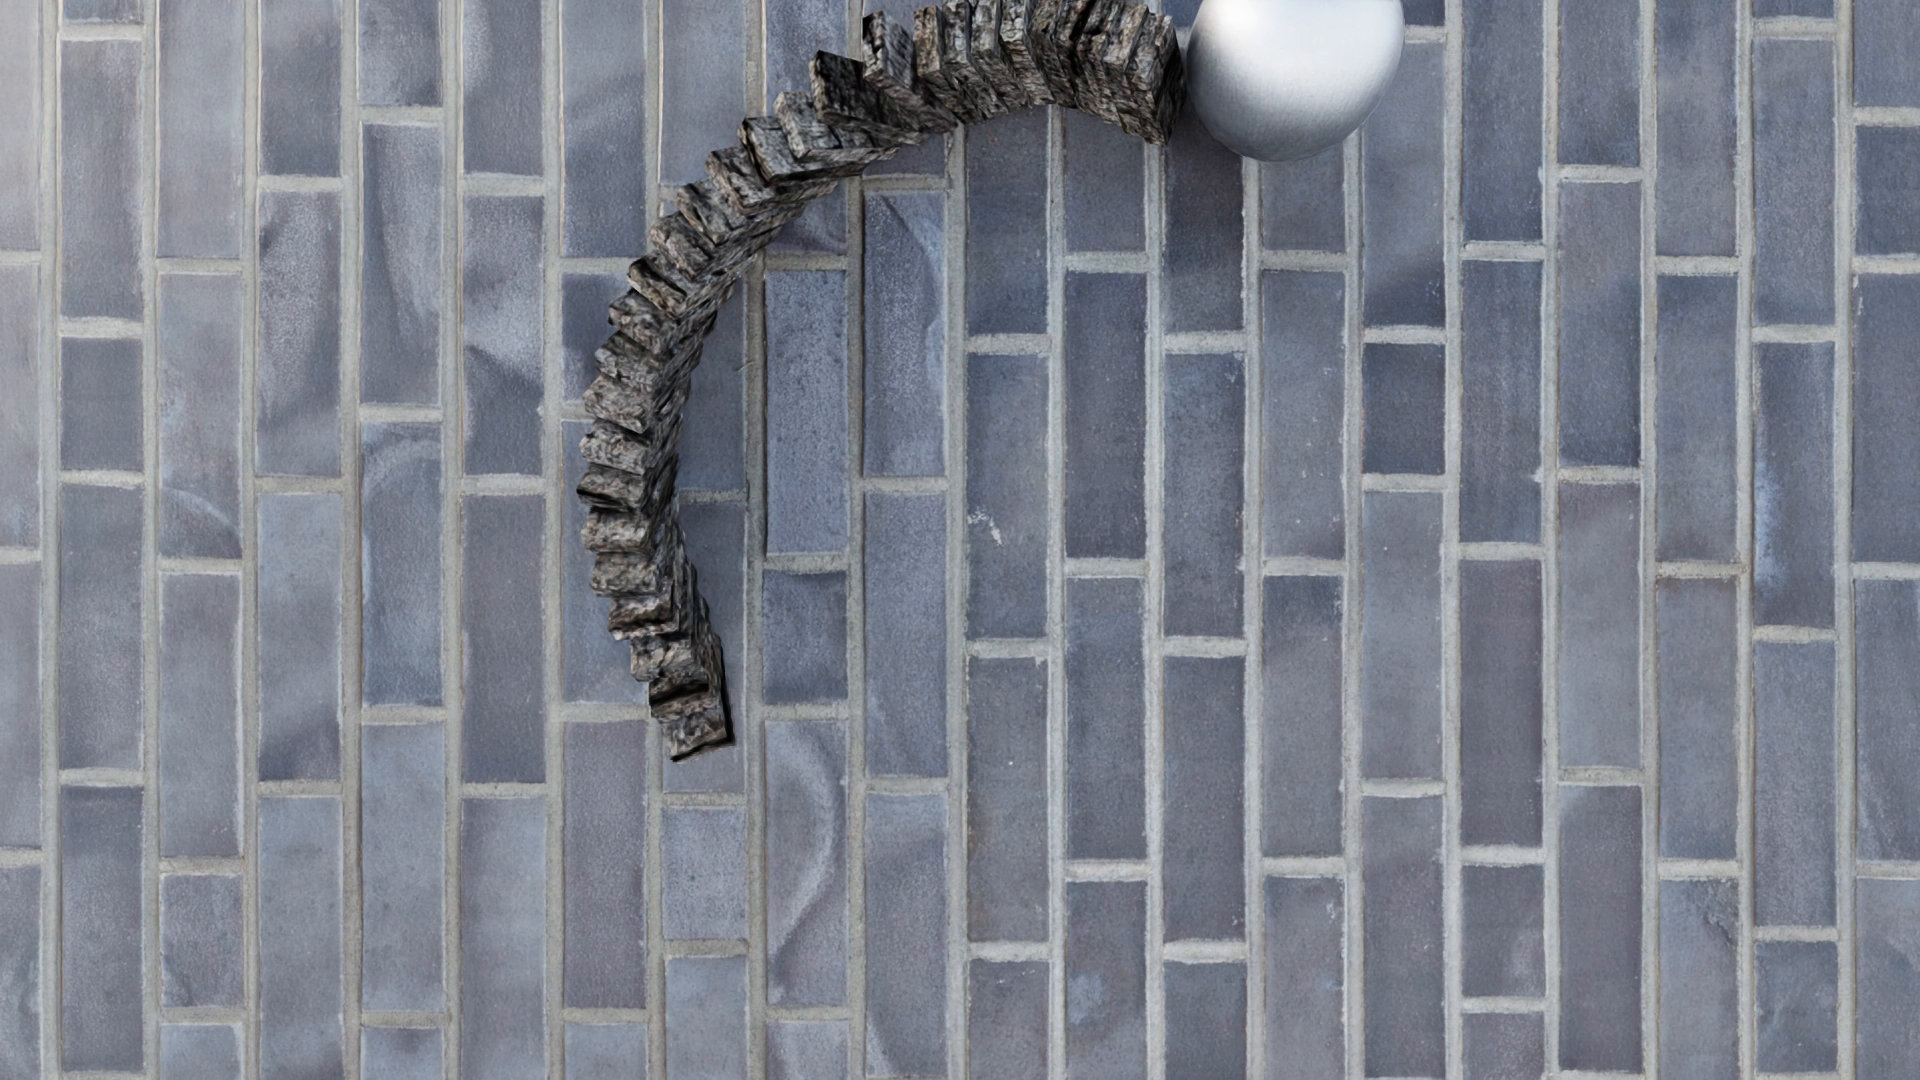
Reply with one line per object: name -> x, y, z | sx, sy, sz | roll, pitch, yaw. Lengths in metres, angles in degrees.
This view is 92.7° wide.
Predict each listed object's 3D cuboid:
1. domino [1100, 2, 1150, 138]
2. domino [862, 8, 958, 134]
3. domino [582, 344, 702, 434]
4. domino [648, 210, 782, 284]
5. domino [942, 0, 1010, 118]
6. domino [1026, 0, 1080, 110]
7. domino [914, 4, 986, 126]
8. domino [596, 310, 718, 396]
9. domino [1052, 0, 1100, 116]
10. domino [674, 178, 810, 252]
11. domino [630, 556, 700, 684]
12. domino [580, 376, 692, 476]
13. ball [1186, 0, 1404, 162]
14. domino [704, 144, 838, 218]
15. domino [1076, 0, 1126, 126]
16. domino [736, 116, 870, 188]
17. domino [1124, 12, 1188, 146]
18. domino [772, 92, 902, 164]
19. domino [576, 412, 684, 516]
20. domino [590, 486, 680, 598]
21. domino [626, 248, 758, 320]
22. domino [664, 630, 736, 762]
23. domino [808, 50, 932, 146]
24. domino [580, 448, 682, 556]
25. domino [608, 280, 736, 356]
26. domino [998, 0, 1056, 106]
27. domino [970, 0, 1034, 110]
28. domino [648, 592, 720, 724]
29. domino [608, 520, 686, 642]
domino -> 0.072, -0.191, 0.375 | 0.009, 0.050, 0.025 | 23, 90, 23
domino -> -0.019, -0.190, 0.376 | 0.010, 0.050, 0.025 | -6, 81, 35
domino -> -0.131, -0.068, 0.381 | 0.025, 0.009, 0.050 | 22, 52, 1
domino -> -0.101, -0.128, 0.381 | 0.025, 0.009, 0.050 | 46, 52, 0
domino -> 0.007, -0.197, 0.375 | 0.009, 0.050, 0.025 | -2, 90, 22
domino -> 0.043, -0.203, 0.375 | 0.010, 0.050, 0.025 | 23, 90, 23
domino -> -0.003, -0.192, 0.375 | 0.009, 0.050, 0.025 | -3, 90, 22
domino -> -0.125, -0.084, 0.381 | 0.025, 0.009, 0.050 | 26, 53, 1
domino -> 0.053, -0.200, 0.375 | 0.009, 0.050, 0.025 | 23, 90, 23
domino -> -0.090, -0.140, 0.381 | 0.025, 0.009, 0.050 | 51, 52, 0
domino -> -0.123, 0.033, 0.381 | 0.025, 0.010, 0.050 | -16, 54, 2
domino -> -0.134, -0.051, 0.381 | 0.025, 0.010, 0.050 | 15, 52, 1
ball -> 0.130, -0.192, 0.360 | 0.080, 0.080, 0.080 | 0, 90, 0
domino -> -0.078, -0.152, 0.381 | 0.050, 0.009, 0.025 | -33, 90, -38
domino -> 0.063, -0.196, 0.375 | 0.009, 0.050, 0.025 | 23, 90, 23
domino -> -0.064, -0.163, 0.381 | 0.050, 0.009, 0.025 | -27, 90, -38
domino -> 0.081, -0.187, 0.375 | 0.009, 0.050, 0.025 | 23, 90, 23
domino -> -0.050, -0.172, 0.381 | 0.050, 0.010, 0.025 | -21, 90, -38
domino -> -0.136, -0.034, 0.381 | 0.025, 0.010, 0.050 | 11, 53, 1
domino -> -0.134, 0.000, 0.380 | 0.025, 0.009, 0.050 | -3, 52, 2
domino -> -0.110, -0.114, 0.381 | 0.025, 0.009, 0.050 | 39, 52, 0
domino -> -0.111, 0.064, 0.383 | 0.025, 0.009, 0.050 | -18, 58, 0
domino -> -0.037, -0.183, 0.380 | 0.050, 0.010, 0.025 | -5, 85, -37
domino -> -0.136, -0.017, 0.381 | 0.025, 0.010, 0.050 | 5, 52, 2
domino -> -0.119, -0.100, 0.381 | 0.025, 0.009, 0.050 | 34, 53, 1
domino -> 0.030, -0.203, 0.375 | 0.010, 0.050, 0.025 | 7, 90, 22
domino -> 0.018, -0.200, 0.375 | 0.009, 0.050, 0.025 | 3, 90, 22
domino -> -0.117, 0.049, 0.382 | 0.025, 0.010, 0.050 | -18, 57, 1
domino -> -0.129, 0.016, 0.380 | 0.025, 0.009, 0.050 | -11, 51, 2
